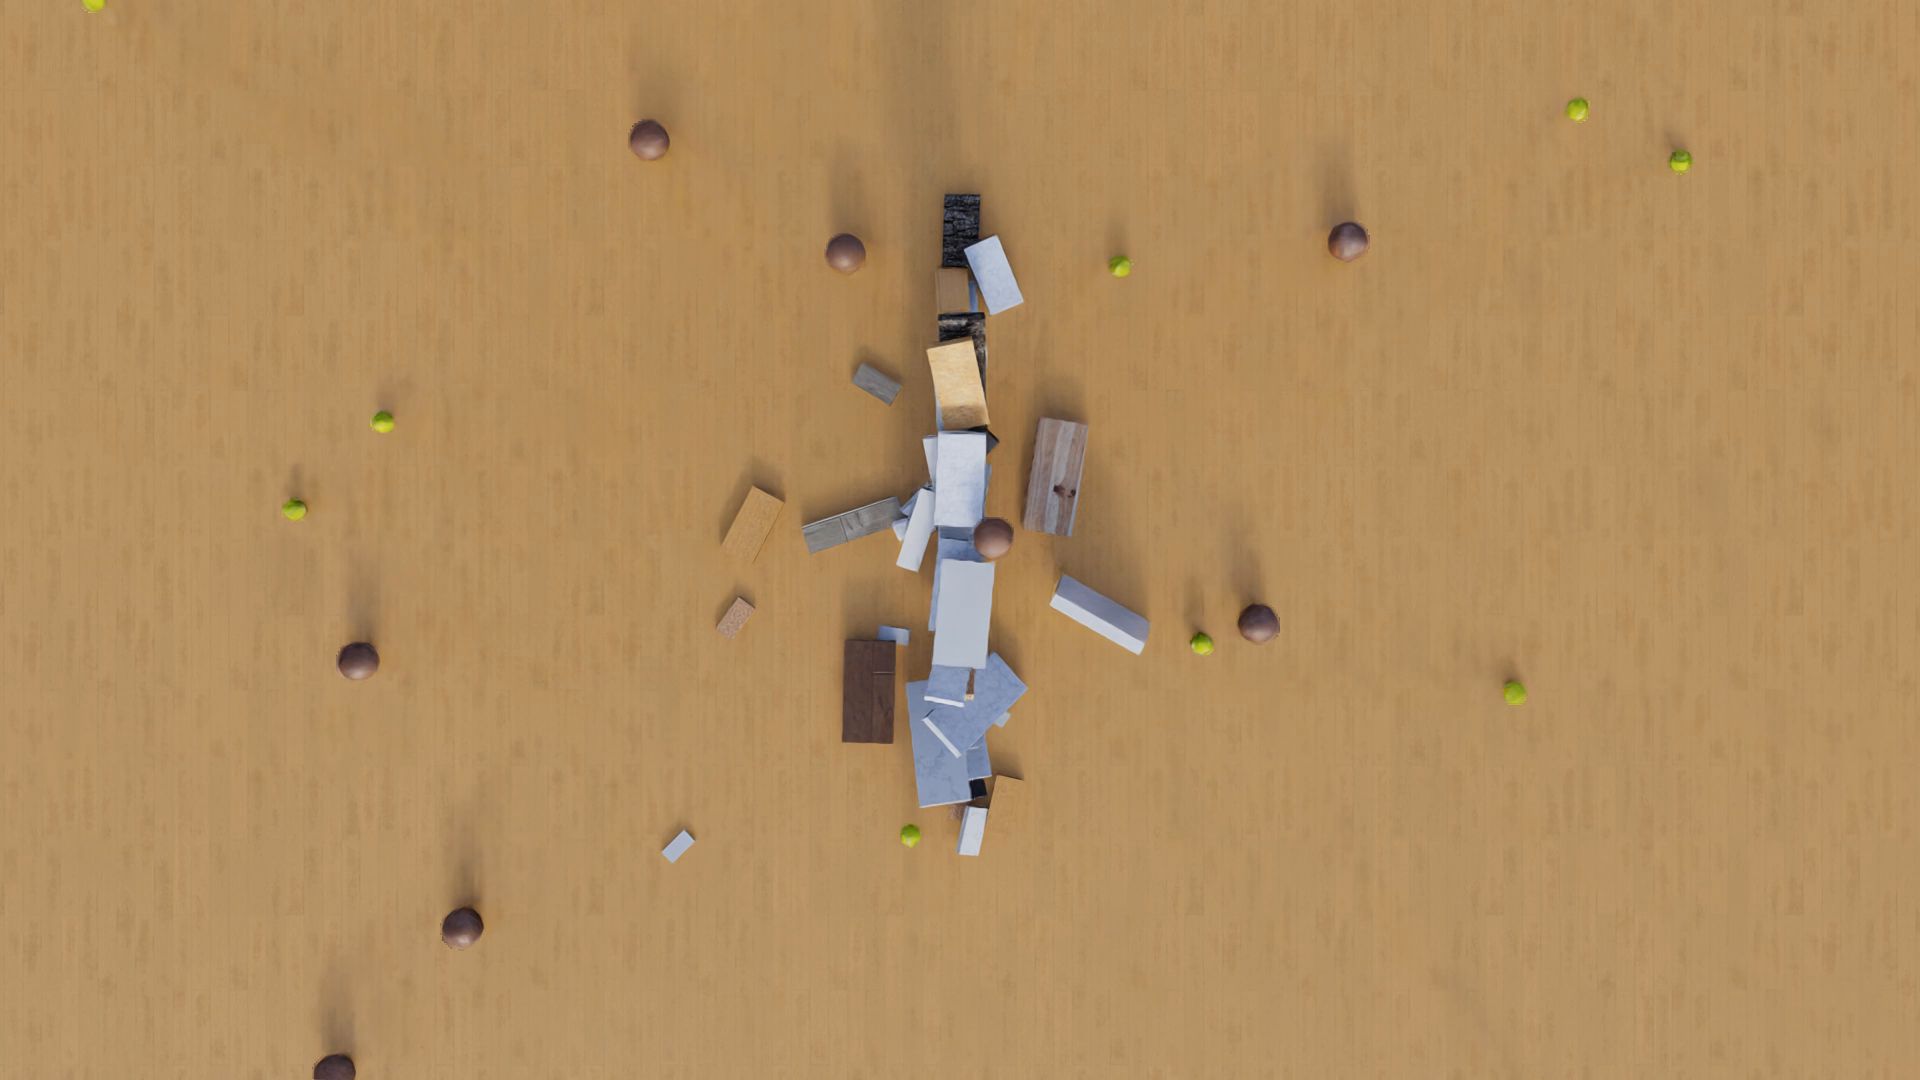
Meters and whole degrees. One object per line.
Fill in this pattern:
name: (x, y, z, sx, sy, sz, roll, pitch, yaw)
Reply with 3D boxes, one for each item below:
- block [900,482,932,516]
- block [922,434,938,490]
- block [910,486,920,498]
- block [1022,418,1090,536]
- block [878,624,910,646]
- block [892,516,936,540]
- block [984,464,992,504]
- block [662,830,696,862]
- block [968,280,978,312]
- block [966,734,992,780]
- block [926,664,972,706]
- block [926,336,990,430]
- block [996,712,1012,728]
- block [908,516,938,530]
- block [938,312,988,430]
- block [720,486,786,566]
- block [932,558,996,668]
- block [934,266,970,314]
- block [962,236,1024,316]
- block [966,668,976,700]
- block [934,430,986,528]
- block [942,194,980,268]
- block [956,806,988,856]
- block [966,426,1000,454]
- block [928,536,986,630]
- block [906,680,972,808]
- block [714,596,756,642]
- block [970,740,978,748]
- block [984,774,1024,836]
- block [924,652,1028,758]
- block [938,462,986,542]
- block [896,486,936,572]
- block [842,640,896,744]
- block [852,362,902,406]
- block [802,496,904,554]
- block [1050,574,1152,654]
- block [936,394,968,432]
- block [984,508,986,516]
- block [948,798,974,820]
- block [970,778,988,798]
block: (-0.128, -0.129, 5.432, 0.134, 0.019, 0.067, -44, 135, 18)
block: (-0.053, -0.247, 5.319, 0.096, 0.027, 0.193, -7, 114, 10)
block: (-0.103, -0.138, 5.482, 0.121, 0.017, 0.061, 9, 76, -2)
block: (0.317, -0.209, 5.476, 0.167, 0.047, 0.375, 9, 90, 0)
block: (-0.220, 0.317, 5.493, 0.105, 0.015, 0.053, 10, 90, 0)
block: (-0.151, -0.047, 5.462, 0.134, 0.019, 0.067, -15, 127, 9)
block: (0.054, -0.179, 5.366, 0.076, 0.022, 0.152, 11, 76, 3)
block: (-0.938, 1.020, 5.493, 0.105, 0.015, 0.053, -44, 90, 0)
block: (0.007, -0.717, 5.372, 0.108, 0.030, 0.354, -3, 49, 0)
block: (0.045, 0.697, 5.460, 0.093, 0.026, 0.186, -10, 73, 0)
block: (-0.025, 0.408, 5.327, 0.124, 0.035, 0.247, 10, 63, 6)
block: (-0.004, -0.490, 5.196, 0.144, 0.041, 0.289, -11, 118, 4)
block: (0.112, 0.573, 5.493, 0.105, 0.015, 0.053, 35, 90, 0)
block: (-0.112, -0.076, 5.491, 0.121, 0.017, 0.061, 18, 90, 0)
block: (0.011, -0.529, 5.271, 0.144, 0.041, 0.433, -2, 129, -1)
block: (-0.690, -0.047, 5.483, 0.118, 0.034, 0.237, 28, 90, 0)
block: (0.011, 0.234, 5.273, 0.169, 0.048, 0.338, 5, 93, -1)
block: (-0.025, -0.813, 5.417, 0.108, 0.030, 0.215, -4, 49, 0)
block: (0.111, -0.876, 5.460, 0.118, 0.034, 0.237, -23, 101, -1)
block: (-0.012, 0.409, 5.408, 0.124, 0.035, 0.248, 2, 52, 3)
block: (0.001, -0.194, 5.240, 0.151, 0.043, 0.302, 3, 107, -1)
block: (0.004, -1.028, 5.483, 0.118, 0.034, 0.237, 2, 90, 0)
block: (0.040, 0.964, 5.468, 0.080, 0.023, 0.159, 13, 90, -35)
block: (0.025, -0.285, 5.323, 0.096, 0.027, 0.193, 41, 112, -13)
block: (-0.010, 0.148, 5.318, 0.151, 0.043, 0.302, 7, 97, -2)
block: (-0.070, 0.661, 5.413, 0.169, 0.048, 0.408, -8, 75, 5)
block: (-0.748, 0.263, 5.491, 0.067, 0.019, 0.134, 36, 90, 0)
block: (0.008, 0.597, 5.459, 0.093, 0.026, 0.186, -5, 75, 5)
block: (0.147, 0.880, 5.487, 0.093, 0.026, 0.186, 13, 90, 0)
block: (0.052, 0.538, 5.405, 0.167, 0.047, 0.333, 48, 64, 0)
block: (0.005, -0.121, 5.308, 0.151, 0.043, 0.362, 0, 107, 0)
block: (-0.131, -0.034, 5.377, 0.076, 0.022, 0.276, 18, 107, -1)
block: (-0.301, 0.502, 5.468, 0.169, 0.048, 0.338, 2, 92, 0)
block: (-0.278, -0.519, 5.489, 0.152, 0.022, 0.076, 31, 90, 0)
block: (-0.353, -0.051, 5.486, 0.336, 0.027, 0.096, -18, 90, 0)
block: (0.462, 0.242, 5.415, 0.333, 0.167, 0.047, 29, 116, 0)
block: (-0.003, -0.388, 5.308, 0.144, 0.041, 0.289, -3, 122, 0)
block: (0.007, -0.193, 5.398, 0.124, 0.035, 0.248, -7, 76, -2)
block: (0.008, 0.850, 5.489, 0.080, 0.023, 0.159, 5, 90, 0)
block: (0.034, 0.776, 5.463, 0.080, 0.023, 0.159, -12, 73, -4)
